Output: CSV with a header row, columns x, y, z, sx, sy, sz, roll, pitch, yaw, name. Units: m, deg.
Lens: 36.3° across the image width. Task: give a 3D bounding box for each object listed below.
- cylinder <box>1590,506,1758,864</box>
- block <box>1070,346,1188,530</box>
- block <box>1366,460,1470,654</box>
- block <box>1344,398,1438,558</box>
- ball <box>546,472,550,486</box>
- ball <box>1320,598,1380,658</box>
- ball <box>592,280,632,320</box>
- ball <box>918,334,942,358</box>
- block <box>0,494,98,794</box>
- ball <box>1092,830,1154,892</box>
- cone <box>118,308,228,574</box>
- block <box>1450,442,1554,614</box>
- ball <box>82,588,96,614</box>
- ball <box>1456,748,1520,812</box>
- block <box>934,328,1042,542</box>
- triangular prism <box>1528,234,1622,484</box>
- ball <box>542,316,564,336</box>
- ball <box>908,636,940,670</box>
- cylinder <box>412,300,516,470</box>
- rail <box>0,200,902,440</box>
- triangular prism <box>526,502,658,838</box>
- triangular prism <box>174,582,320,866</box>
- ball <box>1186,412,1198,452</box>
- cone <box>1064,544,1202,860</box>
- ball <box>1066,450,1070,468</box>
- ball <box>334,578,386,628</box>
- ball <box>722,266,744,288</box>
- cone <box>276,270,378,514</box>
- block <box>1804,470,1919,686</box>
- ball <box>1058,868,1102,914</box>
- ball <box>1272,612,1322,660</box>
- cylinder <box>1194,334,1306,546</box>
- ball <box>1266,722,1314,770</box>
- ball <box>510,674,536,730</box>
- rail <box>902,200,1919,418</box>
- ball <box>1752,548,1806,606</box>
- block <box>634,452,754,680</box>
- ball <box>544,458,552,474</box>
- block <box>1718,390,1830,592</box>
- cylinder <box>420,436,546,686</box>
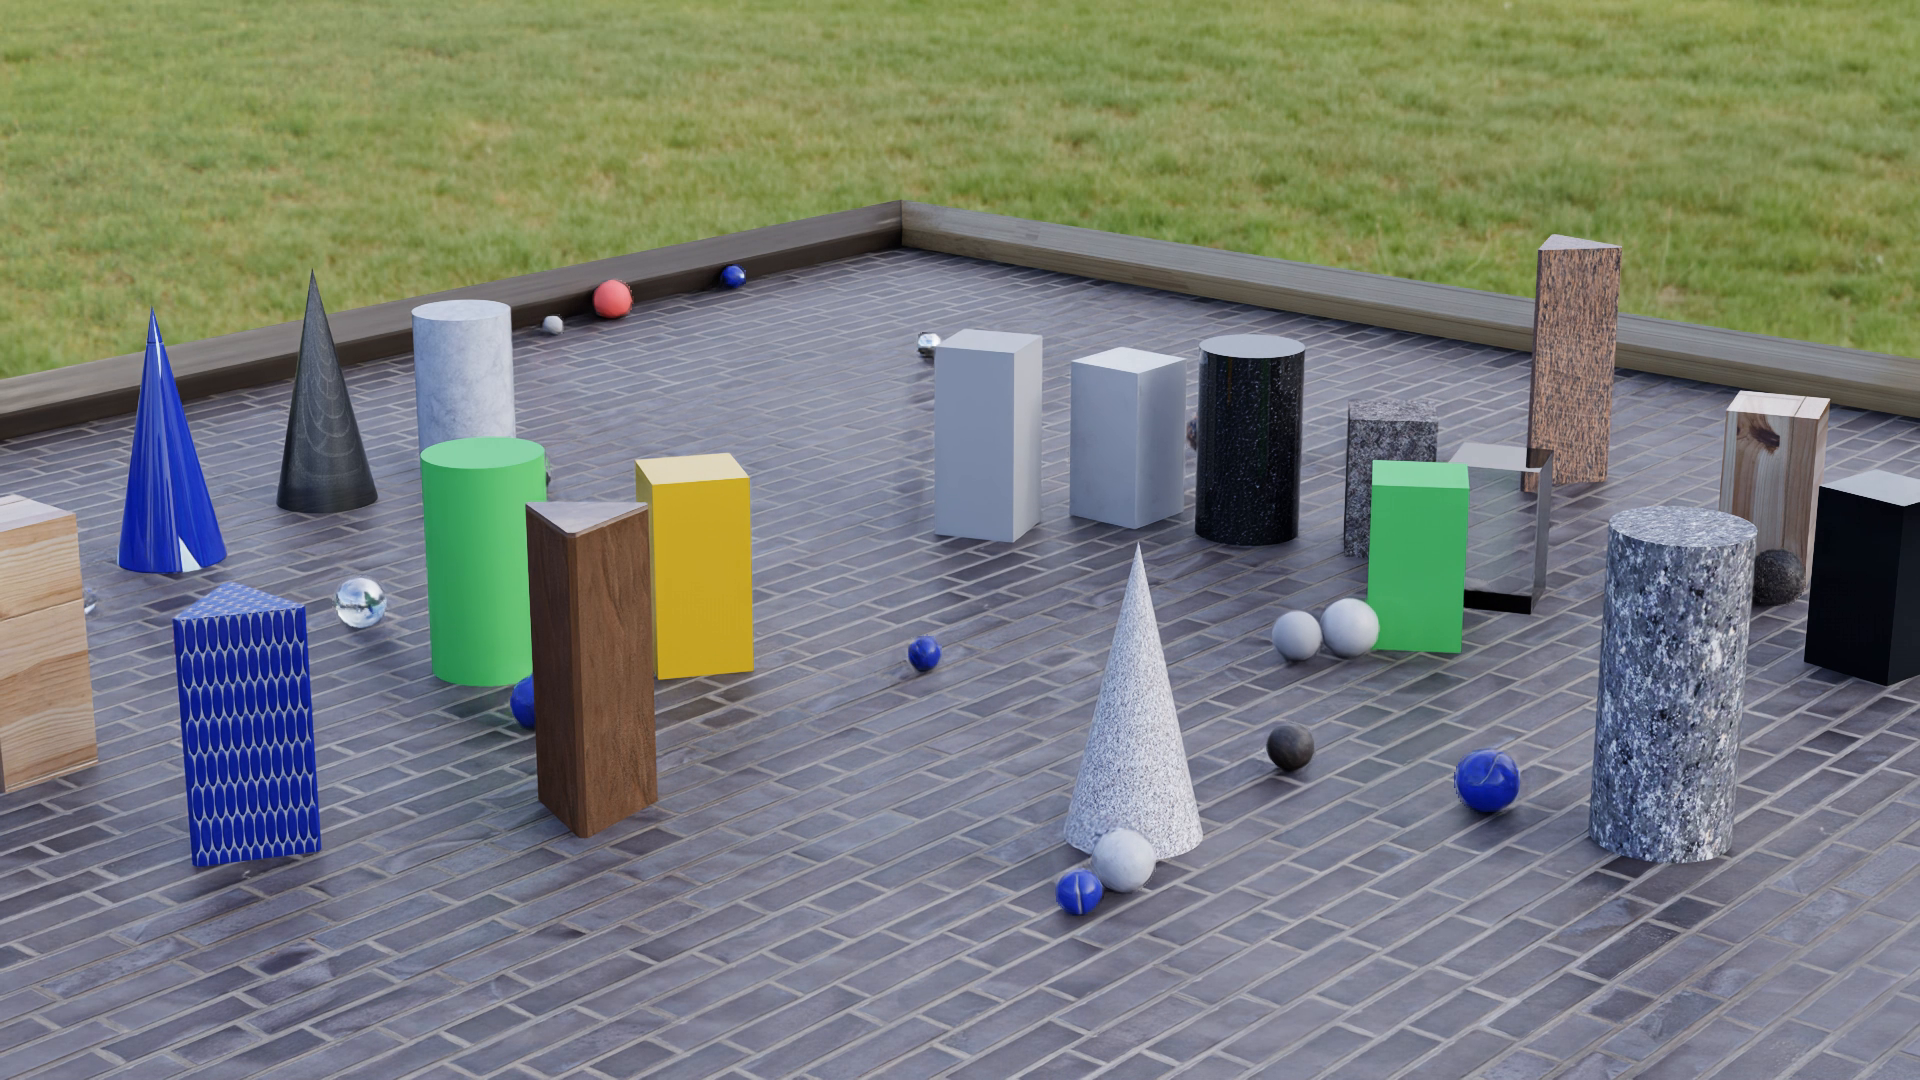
x,y,z,sx,sy,sz,roll,pitch,yaw,name
0.975,0.196,4.019,0.195,0.450,0.195,0,17,0,cylinder
0.319,-0.196,5.577,0.156,0.301,0.156,14,21,38,block
0.759,0.026,4.874,0.156,0.282,0.156,2,17,8,block
0.788,-0.113,5.375,0.156,0.258,0.156,2,17,6,block
-0.830,-0.120,5.769,0.045,0.045,0.045,0,17,0,ball
0.638,0.144,4.802,0.098,0.098,0.098,0,17,0,ball
-0.861,-0.594,7.254,0.095,0.095,0.095,0,17,0,ball
-0.071,-0.455,6.854,0.059,0.059,0.059,0,17,0,ball
-1.388,0.149,4.284,0.156,0.386,0.156,14,21,38,block
0.217,0.426,3.893,0.083,0.083,0.083,0,17,0,ball
-1.435,-0.193,5.274,0.195,0.471,0.195,0,17,0,cone
0.931,-0.022,5.083,0.156,0.253,0.156,6,18,19,block
-1.505,0.104,5.023,0.046,0.046,0.046,0,17,0,ball
0.750,0.341,4.161,0.090,0.090,0.090,0,17,0,ball
0.053,-0.196,5.476,0.156,0.360,0.156,6,18,20,block
1.194,-0.361,5.828,0.169,0.472,0.146,-3,17,-9,triangular prism
-0.983,-0.518,7.082,0.049,0.049,0.049,0,17,0,ball
-0.058,0.184,4.746,0.054,0.054,0.054,0,17,0,ball
-0.994,-0.303,5.892,0.195,0.325,0.195,0,17,0,cylinder
-1.646,-0.381,6.488,0.045,0.127,4.579,14,22,39,rail
-0.542,0.171,4.115,0.146,0.443,0.169,10,19,30,triangular prism
-0.983,0.246,4.023,0.169,0.352,0.146,-6,18,-18,triangular prism
0.510,-0.220,6.015,0.095,0.095,0.095,0,17,0,ball
0.242,0.205,4.030,0.195,0.426,0.195,0,17,0,cone
0.241,-0.161,5.884,0.058,0.058,0.058,0,17,0,ball
-1.012,0.105,4.950,0.086,0.086,0.086,0,17,0,ball
-0.590,-0.683,7.609,0.060,0.060,0.060,0,17,0,ball
-1.233,-0.300,5.645,0.195,0.461,0.195,0,17,0,cone
1.488,0.059,4.736,0.156,0.299,0.156,-13,21,-38,block
0.157,0.458,3.826,0.059,0.059,0.059,0,17,0,ball
0.551,0.157,4.788,0.081,0.081,0.081,0,17,0,ball
0.538,-0.187,5.454,0.195,0.355,0.195,0,17,0,cylinder
0.487,0.304,4.318,0.070,0.070,0.070,0,17,0,ball
-0.643,0.247,4.481,0.086,0.086,0.086,0,17,0,ball
1.485,-0.462,6.758,4.407,0.127,0.045,14,22,39,rail
1.410,0.064,5.067,0.097,0.097,0.097,0,17,0,ball
-0.431,0.041,4.751,0.156,0.325,0.156,-5,17,-15,block
-0.837,-0.139,5.822,0.051,0.051,0.051,0,17,0,ball
1.438,-0.088,5.197,0.156,0.314,0.156,7,18,22,block
-0.759,0.033,4.716,0.195,0.360,0.195,0,17,0,cylinder
